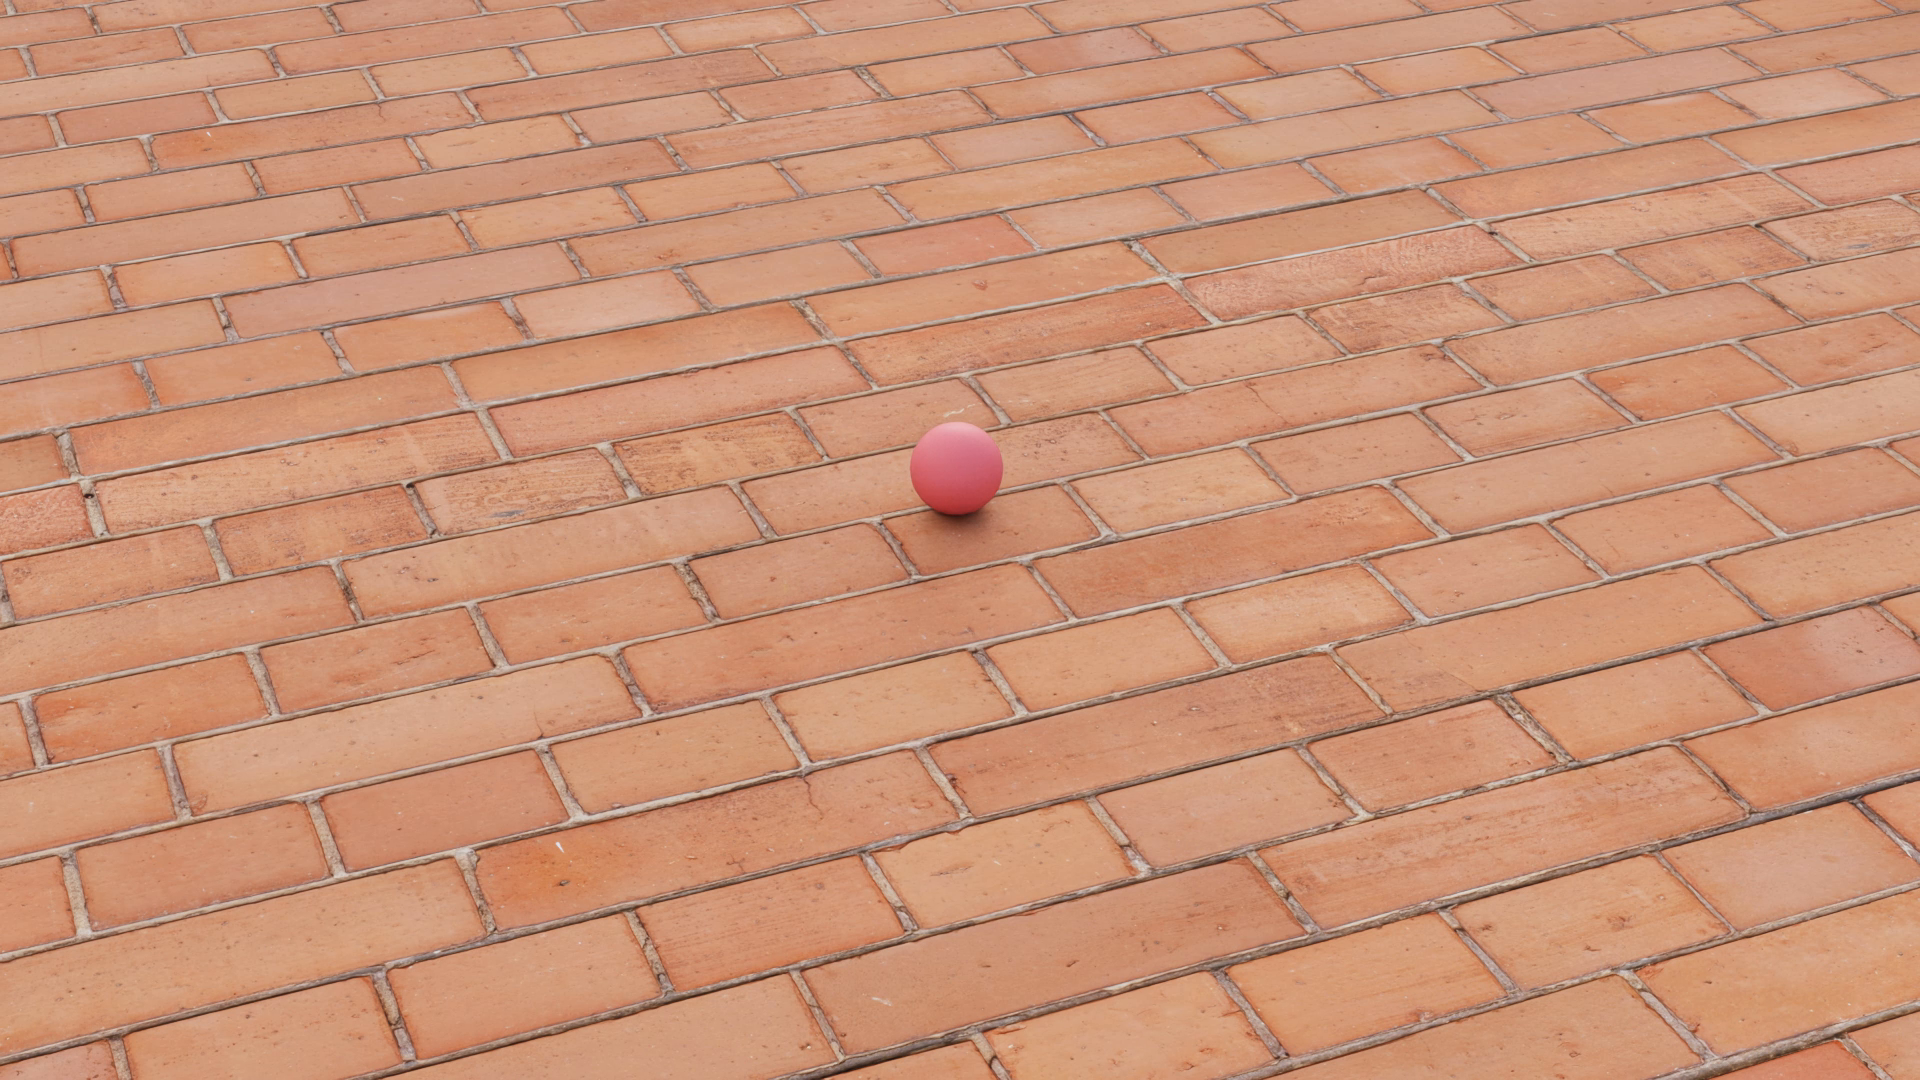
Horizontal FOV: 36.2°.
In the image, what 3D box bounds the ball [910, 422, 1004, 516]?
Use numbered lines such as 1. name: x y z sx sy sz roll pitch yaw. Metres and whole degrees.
1. ball: -0.002 -0.043 1.783 0.057 0.057 0.057 0 31 0
